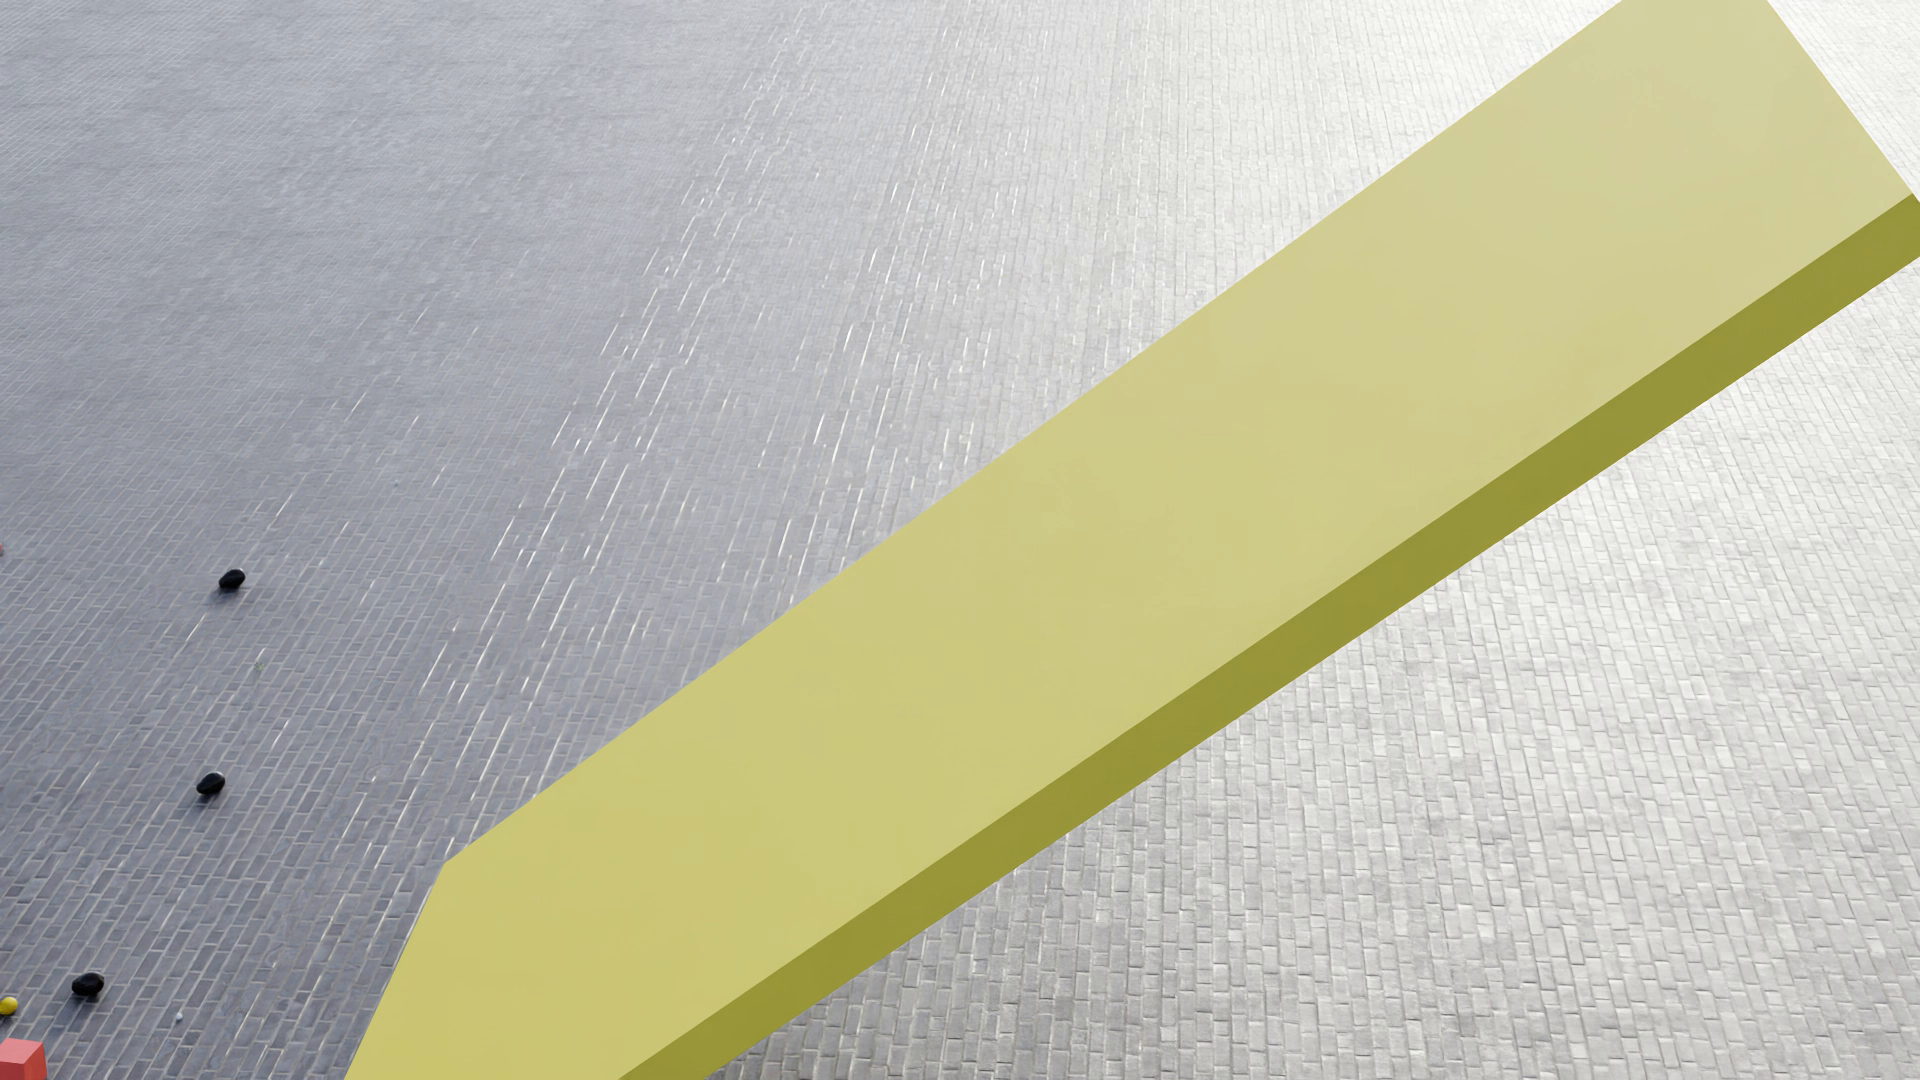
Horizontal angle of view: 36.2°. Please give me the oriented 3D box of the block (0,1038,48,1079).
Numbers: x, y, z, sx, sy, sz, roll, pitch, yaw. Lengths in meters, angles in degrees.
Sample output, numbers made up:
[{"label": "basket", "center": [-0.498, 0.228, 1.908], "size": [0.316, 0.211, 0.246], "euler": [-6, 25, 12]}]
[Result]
[{"label": "block", "center": [-2.253, 1.261, 7.033], "size": [0.094, 0.094, 0.094], "euler": [5, 24, 11]}]

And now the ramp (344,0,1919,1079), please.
[{"label": "ramp", "center": [0.120, 0.185, 6.341], "size": [4.000, 0.100, 2.000], "euler": [-36, 16, 18]}]
